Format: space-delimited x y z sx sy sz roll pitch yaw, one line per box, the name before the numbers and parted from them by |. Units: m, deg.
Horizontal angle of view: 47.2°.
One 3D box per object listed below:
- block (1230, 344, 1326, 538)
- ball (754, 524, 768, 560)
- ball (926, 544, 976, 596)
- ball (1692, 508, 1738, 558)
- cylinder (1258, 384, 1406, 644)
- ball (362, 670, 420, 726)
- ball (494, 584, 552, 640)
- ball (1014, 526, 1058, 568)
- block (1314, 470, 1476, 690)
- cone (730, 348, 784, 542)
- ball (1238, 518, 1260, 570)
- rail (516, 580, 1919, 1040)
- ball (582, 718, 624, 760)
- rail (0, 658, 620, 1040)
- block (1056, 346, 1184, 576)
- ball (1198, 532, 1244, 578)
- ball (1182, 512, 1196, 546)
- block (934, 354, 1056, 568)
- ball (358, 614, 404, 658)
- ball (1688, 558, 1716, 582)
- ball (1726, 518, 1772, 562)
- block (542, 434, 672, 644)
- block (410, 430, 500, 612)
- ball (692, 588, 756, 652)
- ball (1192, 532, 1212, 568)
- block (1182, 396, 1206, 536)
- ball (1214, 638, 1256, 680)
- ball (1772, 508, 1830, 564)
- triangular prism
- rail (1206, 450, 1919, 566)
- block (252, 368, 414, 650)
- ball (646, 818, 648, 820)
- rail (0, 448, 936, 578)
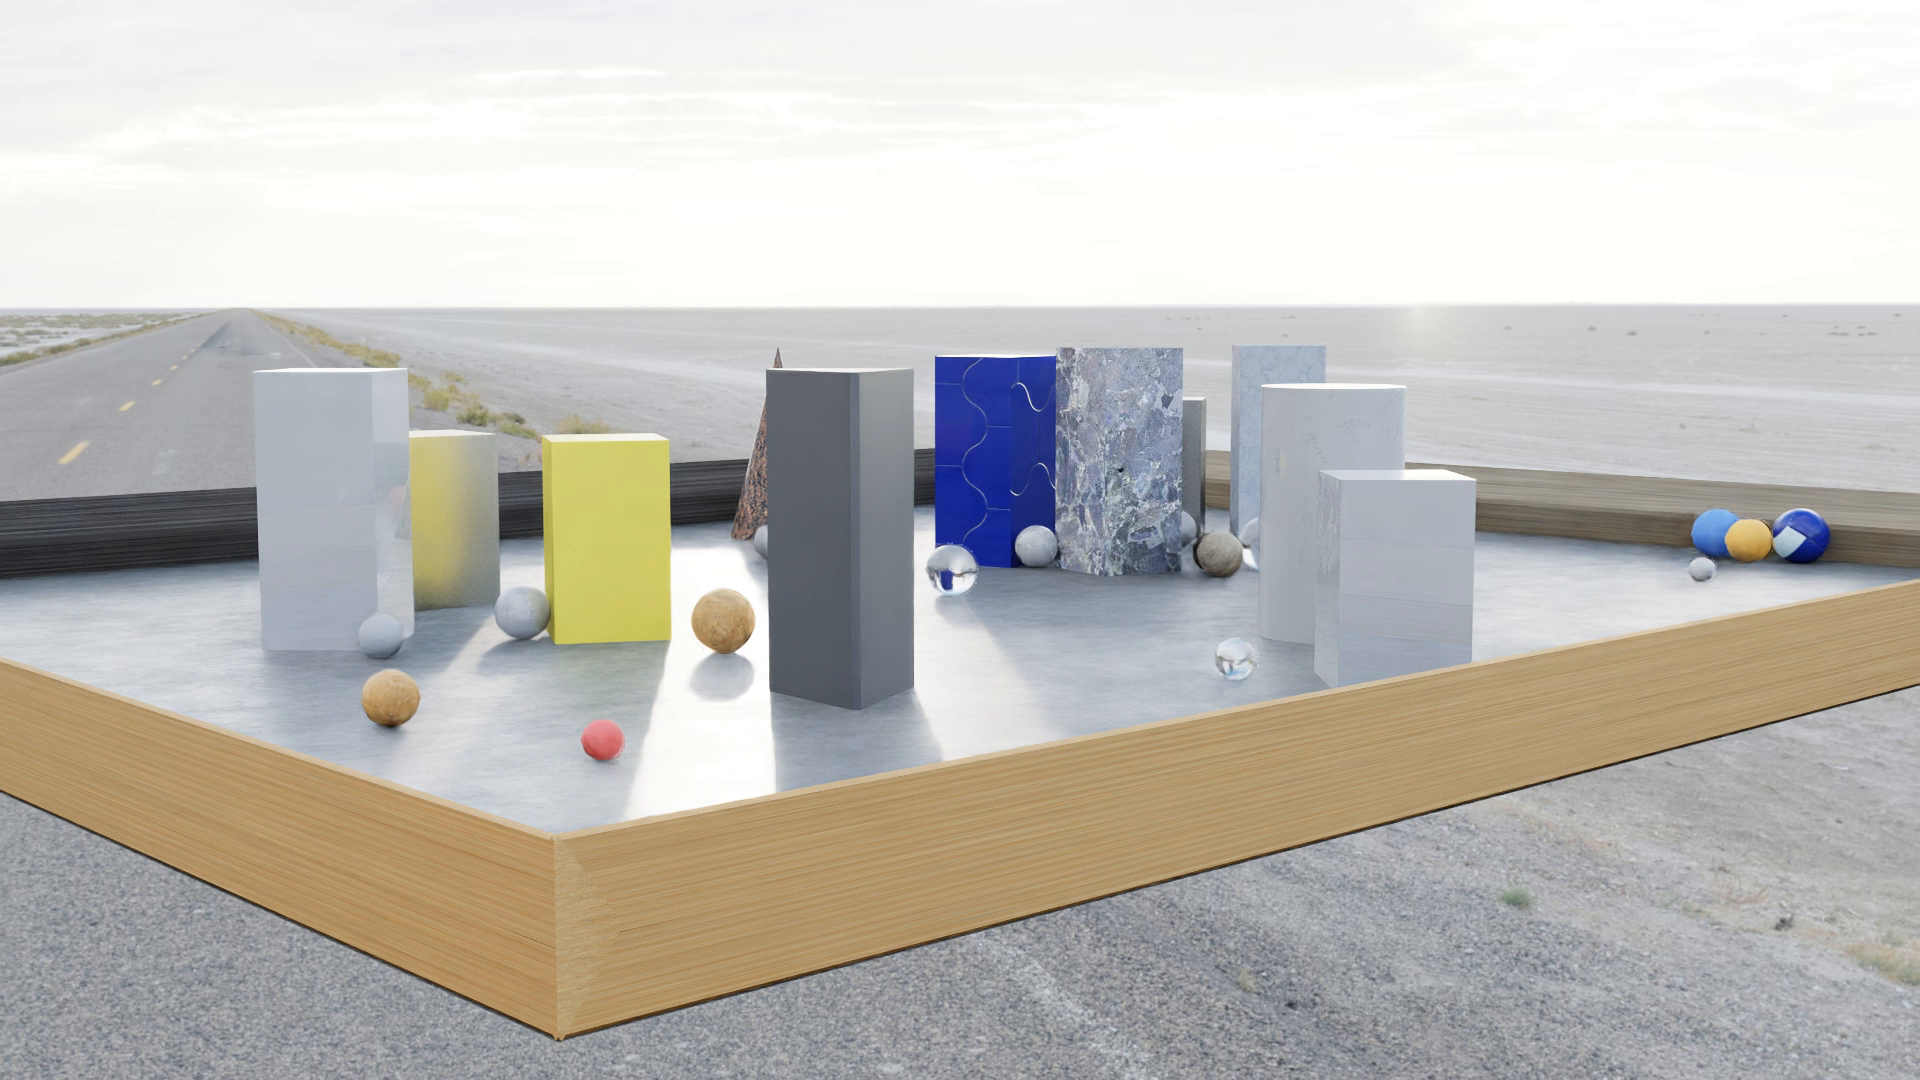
block | 0.594 -0.176 4.124 0.156 0.379 0.156 0 6 1
ball | -0.332 0.004 3.899 0.068 0.068 0.068 0 6 0
ball | -0.014 0.047 3.432 0.080 0.080 0.080 0 6 0
ball | 1.362 -0.012 3.954 0.088 0.088 0.088 0 6 0
cylinder | 0.508 -0.040 3.006 0.195 0.341 0.195 0 6 0
ball | -0.609 0.169 2.354 0.061 0.061 0.061 0 6 0
ball | -0.592 0.097 2.977 0.075 0.075 0.075 0 6 0
ball | 0.132 0.012 3.796 0.075 0.075 0.075 0 6 0
block | 0.516 0.047 2.624 0.156 0.249 0.156 0 6 -1
cone | -0.354 -0.193 4.304 0.195 0.374 0.195 0 6 0
ball | 0.521 0.006 3.764 0.092 0.092 0.092 0 6 0
rail | 0.873 0.132 2.391 3.085 0.127 0.045 -5 8 -42
ball | -0.355 0.198 2.180 0.041 0.041 0.041 0 6 0
rail | -1.116 0.140 2.307 0.045 0.127 2.621 -5 8 -42
block | 0.271 -0.139 3.767 0.156 0.380 0.156 -3 7 -29
ball | 0.435 0.024 3.667 0.077 0.077 0.077 0 6 0
ball | 0.412 -0.020 4.131 0.067 0.067 0.067 0 6 0
block | 0.064 -0.143 3.887 0.156 0.363 0.156 4 7 32
ball | -0.741 0.123 2.816 0.058 0.058 0.058 0 6 0
ball | 1.215 0.049 3.601 0.041 0.041 0.041 0 6 0
ball | 1.391 0.001 3.877 0.078 0.078 0.078 0 6 0
block | -0.485 -0.005 3.016 0.156 0.271 0.156 -2 6 -15
block | -0.806 -0.033 3.337 0.156 0.258 0.156 -5 8 -37
ball | -0.307 0.104 2.861 0.085 0.085 0.085 0 6 0
ball | 0.429 0.021 3.744 0.066 0.066 0.066 0 6 0
block | 0.408 -0.149 4.396 0.156 0.268 0.156 1 6 10
ball | 0.332 0.143 2.650 0.051 0.051 0.051 0 6 0
ball | 1.477 -0.007 3.867 0.097 0.097 0.097 0 6 0
triangular prism | -0.113 -0.009 2.544 0.146 0.376 0.169 -5 8 -40
rail | 1.116 -0.074 4.356 0.045 0.127 2.621 -5 8 -42
block | -0.834 -0.045 2.940 0.156 0.364 0.156 0 6 3
ball | -0.210 0.240 1.530 0.092 0.092 0.092 0 6 0
rail | -0.873 -0.066 4.273 3.085 0.127 0.045 -5 8 -42
